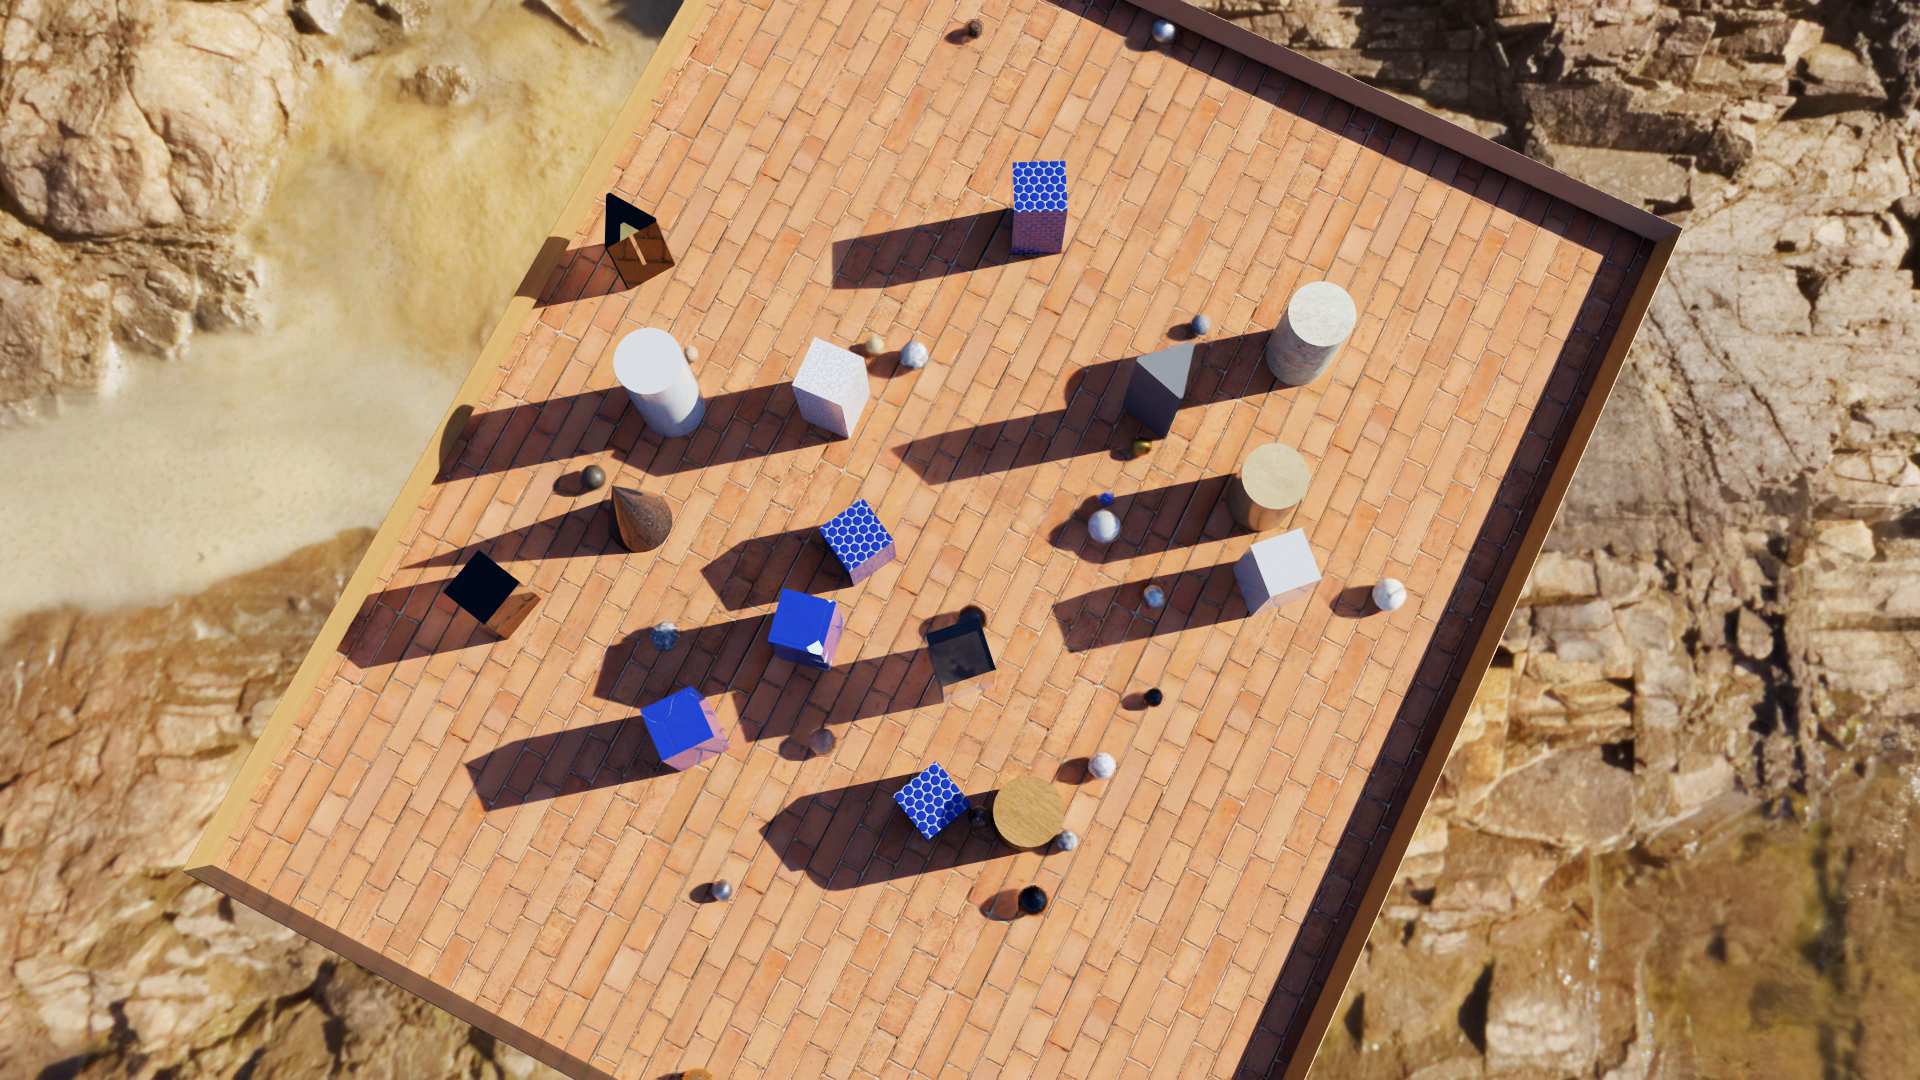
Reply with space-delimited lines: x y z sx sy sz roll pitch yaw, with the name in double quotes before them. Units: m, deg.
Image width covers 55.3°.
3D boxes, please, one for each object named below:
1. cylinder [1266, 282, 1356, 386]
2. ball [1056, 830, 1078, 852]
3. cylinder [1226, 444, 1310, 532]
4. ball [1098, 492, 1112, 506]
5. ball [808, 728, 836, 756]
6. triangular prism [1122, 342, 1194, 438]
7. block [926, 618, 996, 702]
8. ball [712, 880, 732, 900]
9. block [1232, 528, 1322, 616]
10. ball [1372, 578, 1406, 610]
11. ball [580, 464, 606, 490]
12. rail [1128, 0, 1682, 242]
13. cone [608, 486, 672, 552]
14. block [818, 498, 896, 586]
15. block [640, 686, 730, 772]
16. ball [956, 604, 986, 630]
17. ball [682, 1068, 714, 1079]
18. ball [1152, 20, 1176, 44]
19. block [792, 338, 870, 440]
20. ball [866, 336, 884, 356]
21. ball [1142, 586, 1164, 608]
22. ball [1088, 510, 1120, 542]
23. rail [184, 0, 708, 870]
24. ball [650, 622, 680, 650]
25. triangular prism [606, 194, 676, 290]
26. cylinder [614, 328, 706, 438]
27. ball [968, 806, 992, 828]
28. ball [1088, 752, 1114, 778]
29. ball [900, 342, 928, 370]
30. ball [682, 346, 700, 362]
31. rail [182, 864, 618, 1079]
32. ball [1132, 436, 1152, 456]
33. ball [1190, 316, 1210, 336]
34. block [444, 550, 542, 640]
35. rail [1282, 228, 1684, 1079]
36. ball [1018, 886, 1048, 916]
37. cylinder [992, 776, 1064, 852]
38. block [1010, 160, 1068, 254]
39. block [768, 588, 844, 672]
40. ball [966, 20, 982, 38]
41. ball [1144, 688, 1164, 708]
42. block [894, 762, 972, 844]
"cylinder" 1.056 -0.619 5.540 0.198 0.402 0.198 0 78 0
"ball" 0.315 0.887 5.402 0.061 0.061 0.061 0 78 0
"cylinder" 0.919 -0.154 5.488 0.198 0.314 0.198 0 78 0
"ball" 0.446 -0.127 5.622 0.042 0.042 0.042 0 78 0
"ball" -0.409 0.600 5.451 0.081 0.081 0.081 0 78 0
"triangular prism" 0.620 -0.468 5.480 0.172 0.458 0.149 43 81 8
"block" 0.002 0.354 5.351 0.159 0.376 0.159 -18 79 -4
"ball" -0.697 1.026 5.374 0.060 0.060 0.060 0 78 0
"block" 0.933 0.099 5.416 0.159 0.353 0.159 -19 79 -4
"ball" 1.295 0.163 5.532 0.099 0.099 0.099 0 78 0
"ball" -1.124 -0.192 5.616 0.079 0.079 0.079 0 78 0
"rail" 0.831 -1.622 5.886 3.139 0.129 0.045 26 80 5
"cone" -0.982 -0.106 5.397 0.198 0.473 0.198 0 78 0
"block" -0.305 0.009 5.491 0.159 0.242 0.159 -35 80 -7
"block" -0.793 0.551 5.313 0.159 0.370 0.159 -25 79 -5
"ball" 0.034 0.242 5.519 0.094 0.094 0.094 0 78 0
"ball" -0.752 1.563 5.243 0.098 0.098 0.098 0 78 0
"ball" 0.659 -1.642 5.918 0.076 0.076 0.076 0 78 0
"block" -0.384 -0.453 5.518 0.159 0.377 0.159 23 79 5
"ball" -0.265 -0.603 5.711 0.059 0.059 0.059 0 78 0
"ball" 0.585 0.170 5.547 0.066 0.066 0.066 0 78 0
"ball" 0.437 -0.043 5.575 0.099 0.099 0.099 0 78 0
"rail" -1.383 -0.670 5.689 0.045 0.129 3.766 26 80 5
"ball" -0.887 0.288 5.513 0.086 0.086 0.086 0 78 0
"triangular prism" -1.011 -0.932 5.620 0.172 0.372 0.149 -30 80 -6
"cylinder" -0.891 -0.464 5.469 0.198 0.476 0.198 0 78 0
"ball" 0.057 0.818 5.412 0.069 0.069 0.069 0 78 0
"ball" 0.420 0.669 5.438 0.079 0.079 0.079 0 78 0
"ball" -0.143 -0.571 5.690 0.088 0.088 0.088 0 78 0
"ball" -0.839 -0.577 5.710 0.051 0.051 0.051 0 78 0
"rail" -0.831 1.635 5.211 3.139 0.129 0.045 26 80 5
"ball" 0.562 -0.288 5.646 0.060 0.060 0.060 0 78 0
"ball" 0.751 -0.668 5.724 0.060 0.060 0.060 0 78 0
"block" -1.385 0.165 5.439 0.159 0.280 0.159 37 81 7
"rail" 1.383 0.684 5.408 0.045 0.129 3.766 26 80 5
"ball" 0.212 1.054 5.353 0.089 0.089 0.089 0 78 0
"cylinder" 0.191 0.790 5.272 0.198 0.355 0.198 0 78 0
"block" 0.239 -1.019 5.645 0.159 0.358 0.159 -2 78 0
"block" -0.449 0.267 5.379 0.159 0.356 0.159 15 79 3
"ball" 0.046 -1.651 5.930 0.056 0.056 0.056 0 78 0
"ball" 0.581 0.472 5.490 0.057 0.057 0.057 0 78 0
"block" -0.080 0.764 5.325 0.159 0.260 0.159 -39 81 -7
